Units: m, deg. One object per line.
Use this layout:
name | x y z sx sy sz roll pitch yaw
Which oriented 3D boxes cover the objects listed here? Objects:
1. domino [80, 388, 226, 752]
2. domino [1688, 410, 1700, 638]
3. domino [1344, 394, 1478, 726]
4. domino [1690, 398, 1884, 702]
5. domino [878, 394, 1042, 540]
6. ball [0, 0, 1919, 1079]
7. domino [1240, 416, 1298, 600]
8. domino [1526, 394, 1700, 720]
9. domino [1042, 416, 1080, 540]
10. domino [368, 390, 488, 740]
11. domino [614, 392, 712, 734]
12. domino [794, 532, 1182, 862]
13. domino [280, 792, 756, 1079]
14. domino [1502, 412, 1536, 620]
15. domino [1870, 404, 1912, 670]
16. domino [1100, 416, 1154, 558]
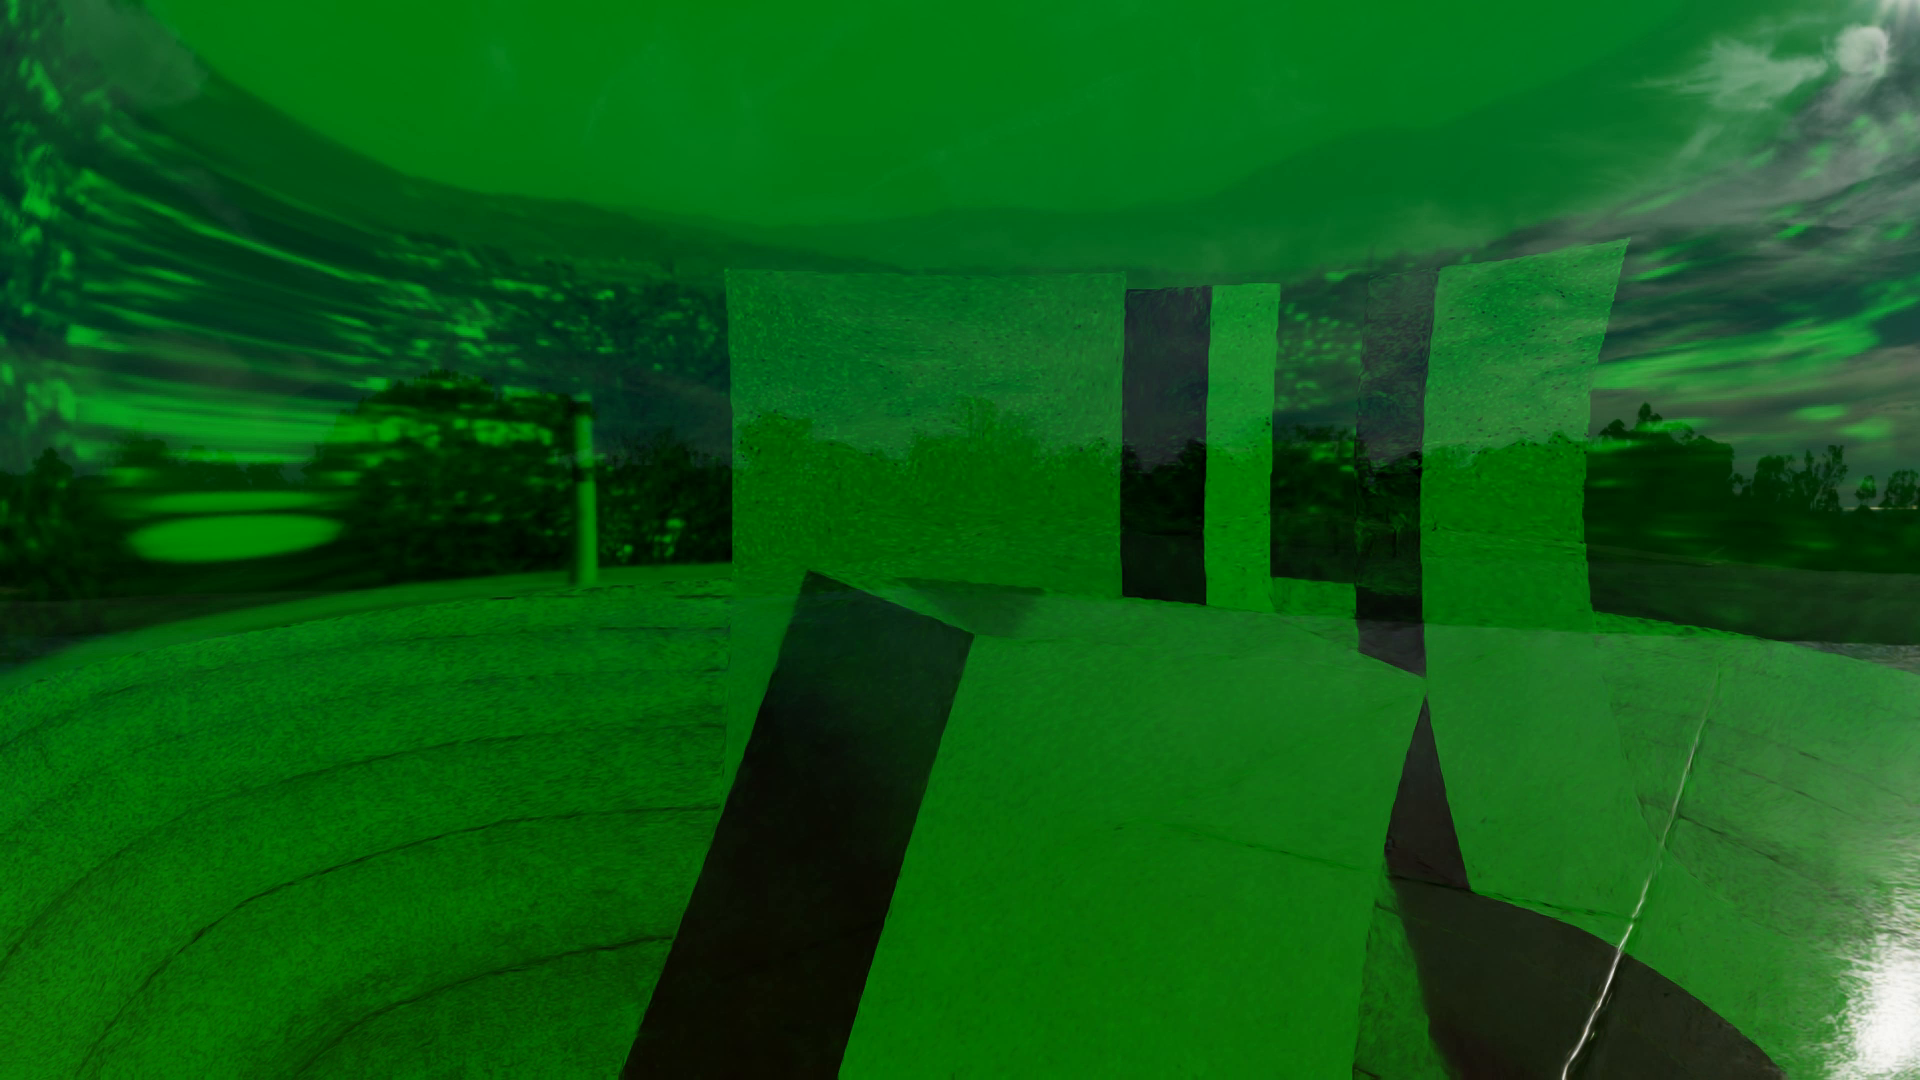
domino | -0.118 0.003 0.188 0.009 0.050 0.025 -1 4 -15
domino | 0.163 -0.004 0.286 0.025 0.050 0.009 -2 5 -21
domino | 0.071 0.002 0.205 0.009 0.050 0.025 0 4 -5
domino | 0.143 0.001 0.223 0.010 0.050 0.025 -2 5 -28
domino | 0.000 0.002 0.201 0.025 0.050 0.009 0 4 0
ball | 0.001 -0.002 0.047 0.080 0.080 0.080 0 4 0
domino | 0.088 -0.010 0.363 0.009 0.050 0.025 2 5 27
domino | 0.106 0.002 0.210 0.010 0.050 0.025 -1 4 -14
domino | 0.020 -0.009 0.358 0.025 0.050 0.009 4 6 40
domino | -0.081 0.003 0.196 0.010 0.050 0.025 -1 4 -7
domino | -0.045 0.003 0.199 0.009 0.050 0.025 0 4 -2
domino | 0.006 0.013 0.127 0.010 0.025 0.050 22 9 27
domino | -0.033 0.031 0.095 0.025 0.010 0.050 -2 5 -22
domino | 0.145 -0.006 0.316 0.025 0.050 0.009 -3 5 -38
domino | 0.166 -0.001 0.248 0.025 0.050 0.010 1 4 17
domino | 0.048 -0.010 0.372 0.010 0.050 0.025 0 4 -6
